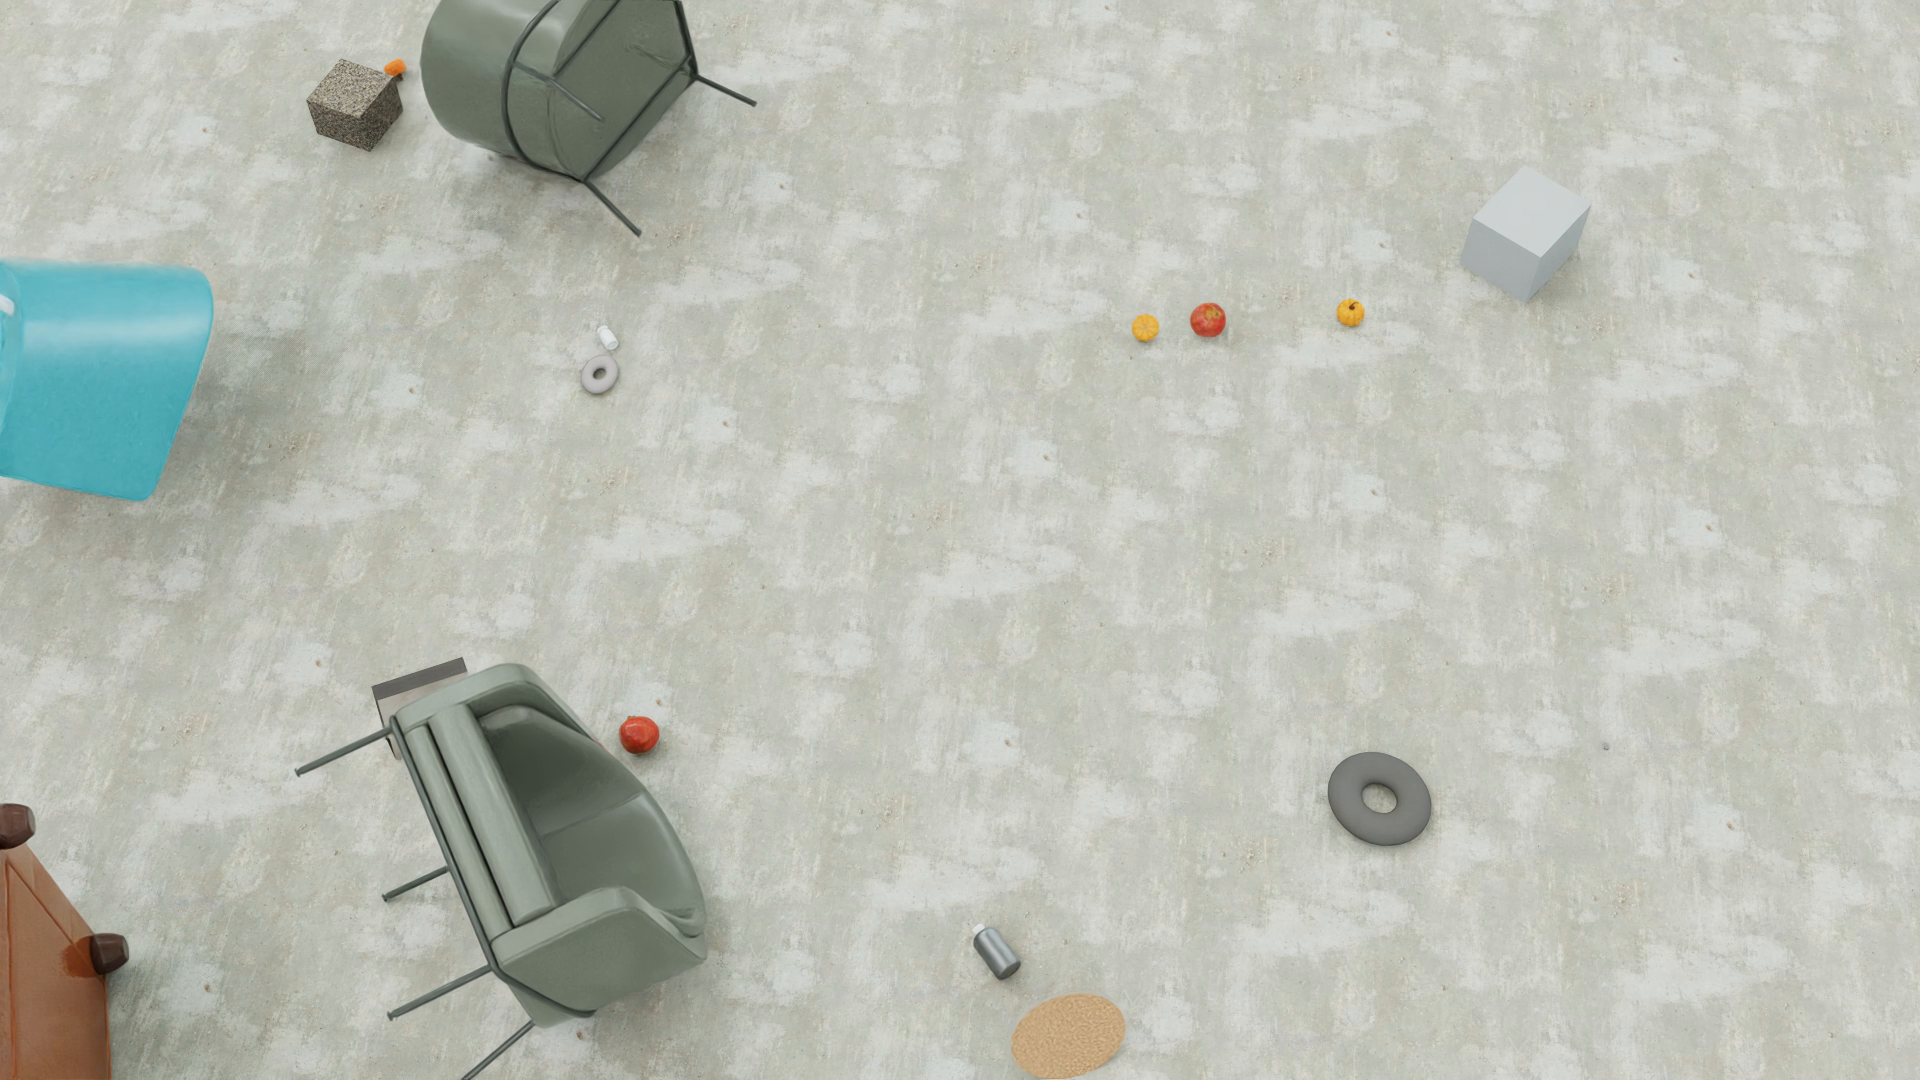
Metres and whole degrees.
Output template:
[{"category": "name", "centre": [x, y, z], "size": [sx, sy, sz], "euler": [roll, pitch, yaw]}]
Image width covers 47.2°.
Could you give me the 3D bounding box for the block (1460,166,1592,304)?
[{"category": "block", "centre": [1.825, -0.988, 7.103], "size": [0.255, 0.223, 0.303], "euler": [36, 63, 21]}]

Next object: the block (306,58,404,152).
[{"category": "block", "centre": [-2.053, -1.477, 7.468], "size": [0.210, 0.160, 0.214], "euler": [20, 58, 13]}]

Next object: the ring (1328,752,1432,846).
[{"category": "ring", "centre": [1.156, 0.712, 6.059], "size": [0.275, 0.062, 0.295], "euler": [-33, 61, -21]}]

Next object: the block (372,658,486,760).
[{"category": "block", "centre": [-1.490, 0.473, 6.175], "size": [0.262, 0.136, 0.174], "euler": [-18, 58, -12]}]

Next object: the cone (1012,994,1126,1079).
[{"category": "cone", "centre": [0.267, 1.255, 5.680], "size": [0.302, 0.230, 0.126], "euler": [-13, 15, -7]}]

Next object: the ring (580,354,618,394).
[{"category": "ring", "centre": [-1.131, -0.521, 6.902], "size": [0.116, 0.036, 0.150], "euler": [6, 57, 5]}]
